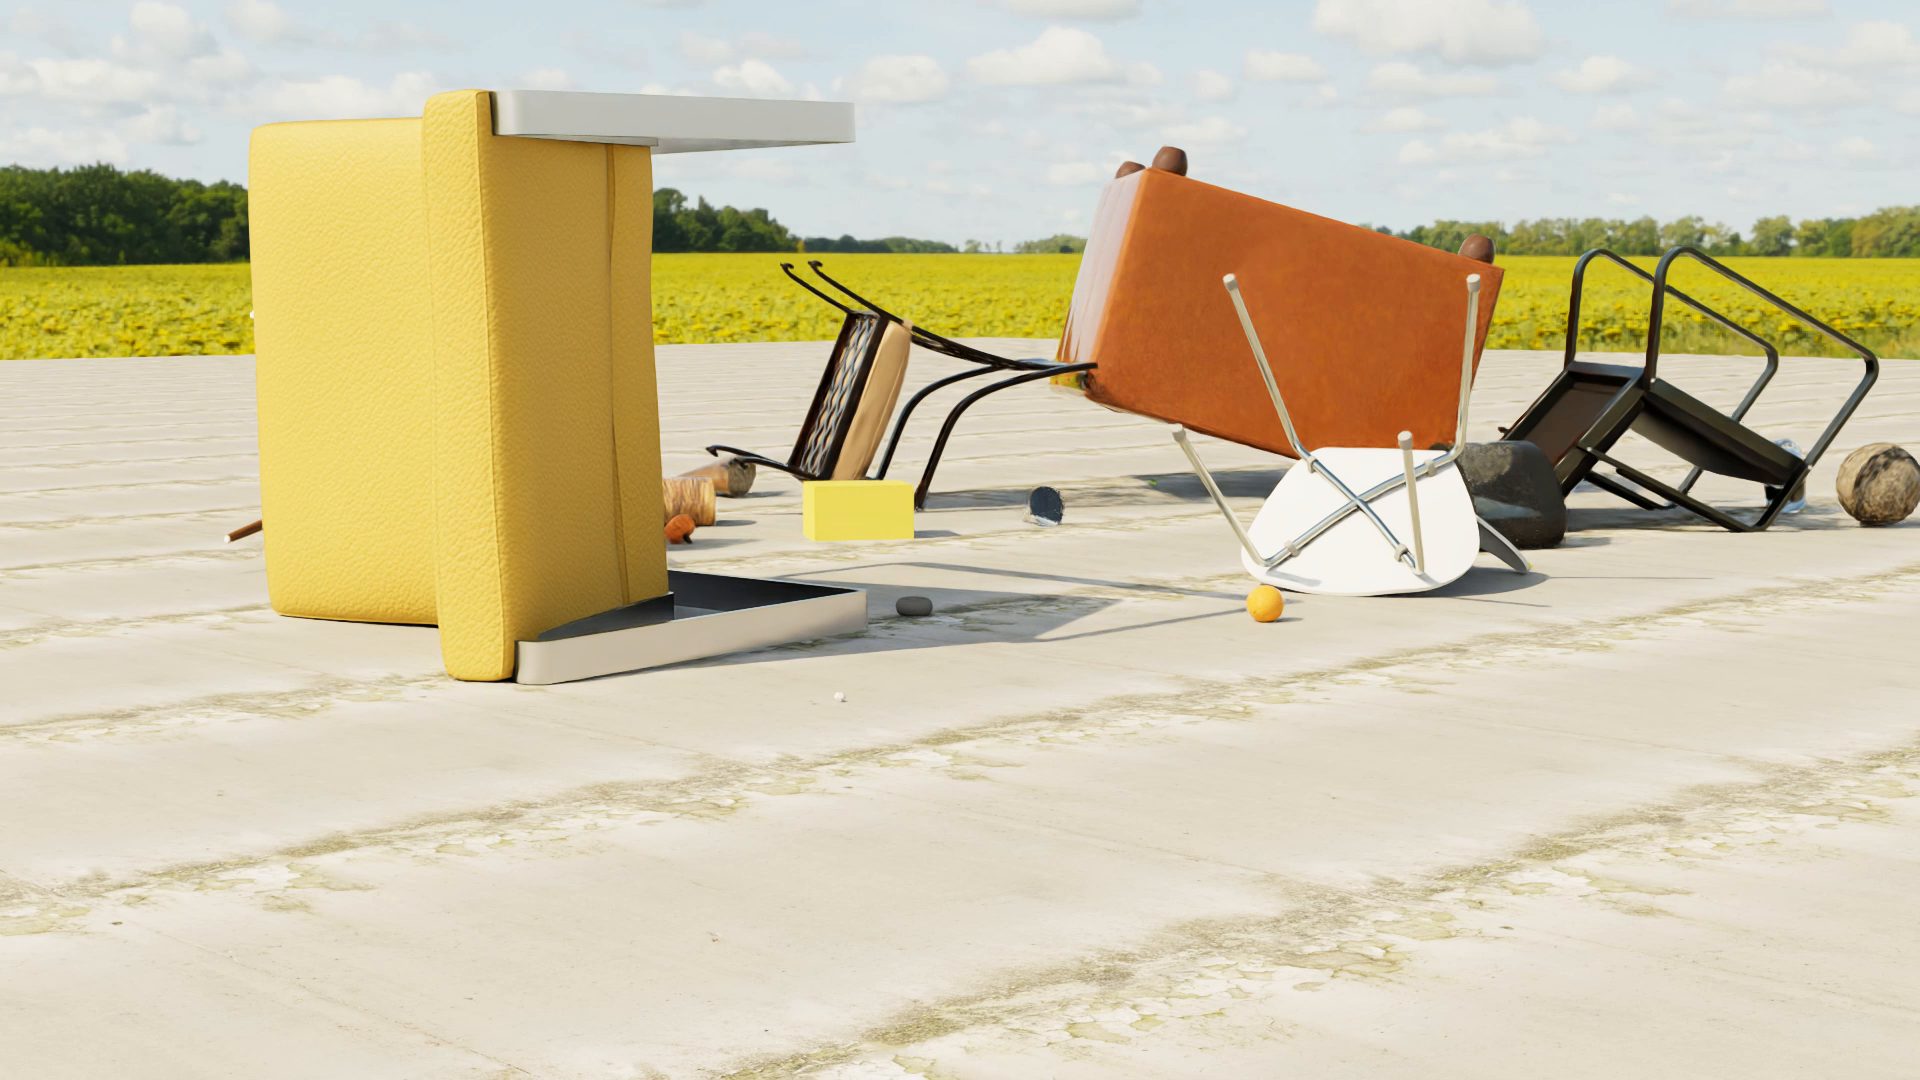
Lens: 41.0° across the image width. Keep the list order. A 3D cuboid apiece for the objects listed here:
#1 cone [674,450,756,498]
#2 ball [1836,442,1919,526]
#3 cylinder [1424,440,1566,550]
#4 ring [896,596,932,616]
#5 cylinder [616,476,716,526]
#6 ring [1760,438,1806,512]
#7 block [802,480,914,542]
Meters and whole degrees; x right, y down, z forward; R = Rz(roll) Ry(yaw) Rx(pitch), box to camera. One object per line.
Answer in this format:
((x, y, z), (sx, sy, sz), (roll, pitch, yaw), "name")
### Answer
((-0.779, -0.188, 7.729), (0.265, 0.125, 0.275), (-5, 16, 15), "cone")
((2.424, -0.147, 6.761), (0.220, 0.220, 0.220), (0, 6, 0), "ball")
((1.301, -0.110, 6.244), (0.261, 0.291, 0.171), (-3, -31, -24), "cylinder")
((-0.089, 0.130, 4.999), (0.072, 0.033, 0.066), (2, 8, 2), "ring")
((-0.779, -0.102, 6.782), (0.247, 0.123, 0.192), (-1, 16, -11), "cylinder")
((2.296, -0.180, 7.156), (0.110, 0.207, 0.269), (-6, 4, 17), "ring")
((-0.258, -0.076, 6.482), (0.252, 0.136, 0.165), (-1, 6, -13), "block")
